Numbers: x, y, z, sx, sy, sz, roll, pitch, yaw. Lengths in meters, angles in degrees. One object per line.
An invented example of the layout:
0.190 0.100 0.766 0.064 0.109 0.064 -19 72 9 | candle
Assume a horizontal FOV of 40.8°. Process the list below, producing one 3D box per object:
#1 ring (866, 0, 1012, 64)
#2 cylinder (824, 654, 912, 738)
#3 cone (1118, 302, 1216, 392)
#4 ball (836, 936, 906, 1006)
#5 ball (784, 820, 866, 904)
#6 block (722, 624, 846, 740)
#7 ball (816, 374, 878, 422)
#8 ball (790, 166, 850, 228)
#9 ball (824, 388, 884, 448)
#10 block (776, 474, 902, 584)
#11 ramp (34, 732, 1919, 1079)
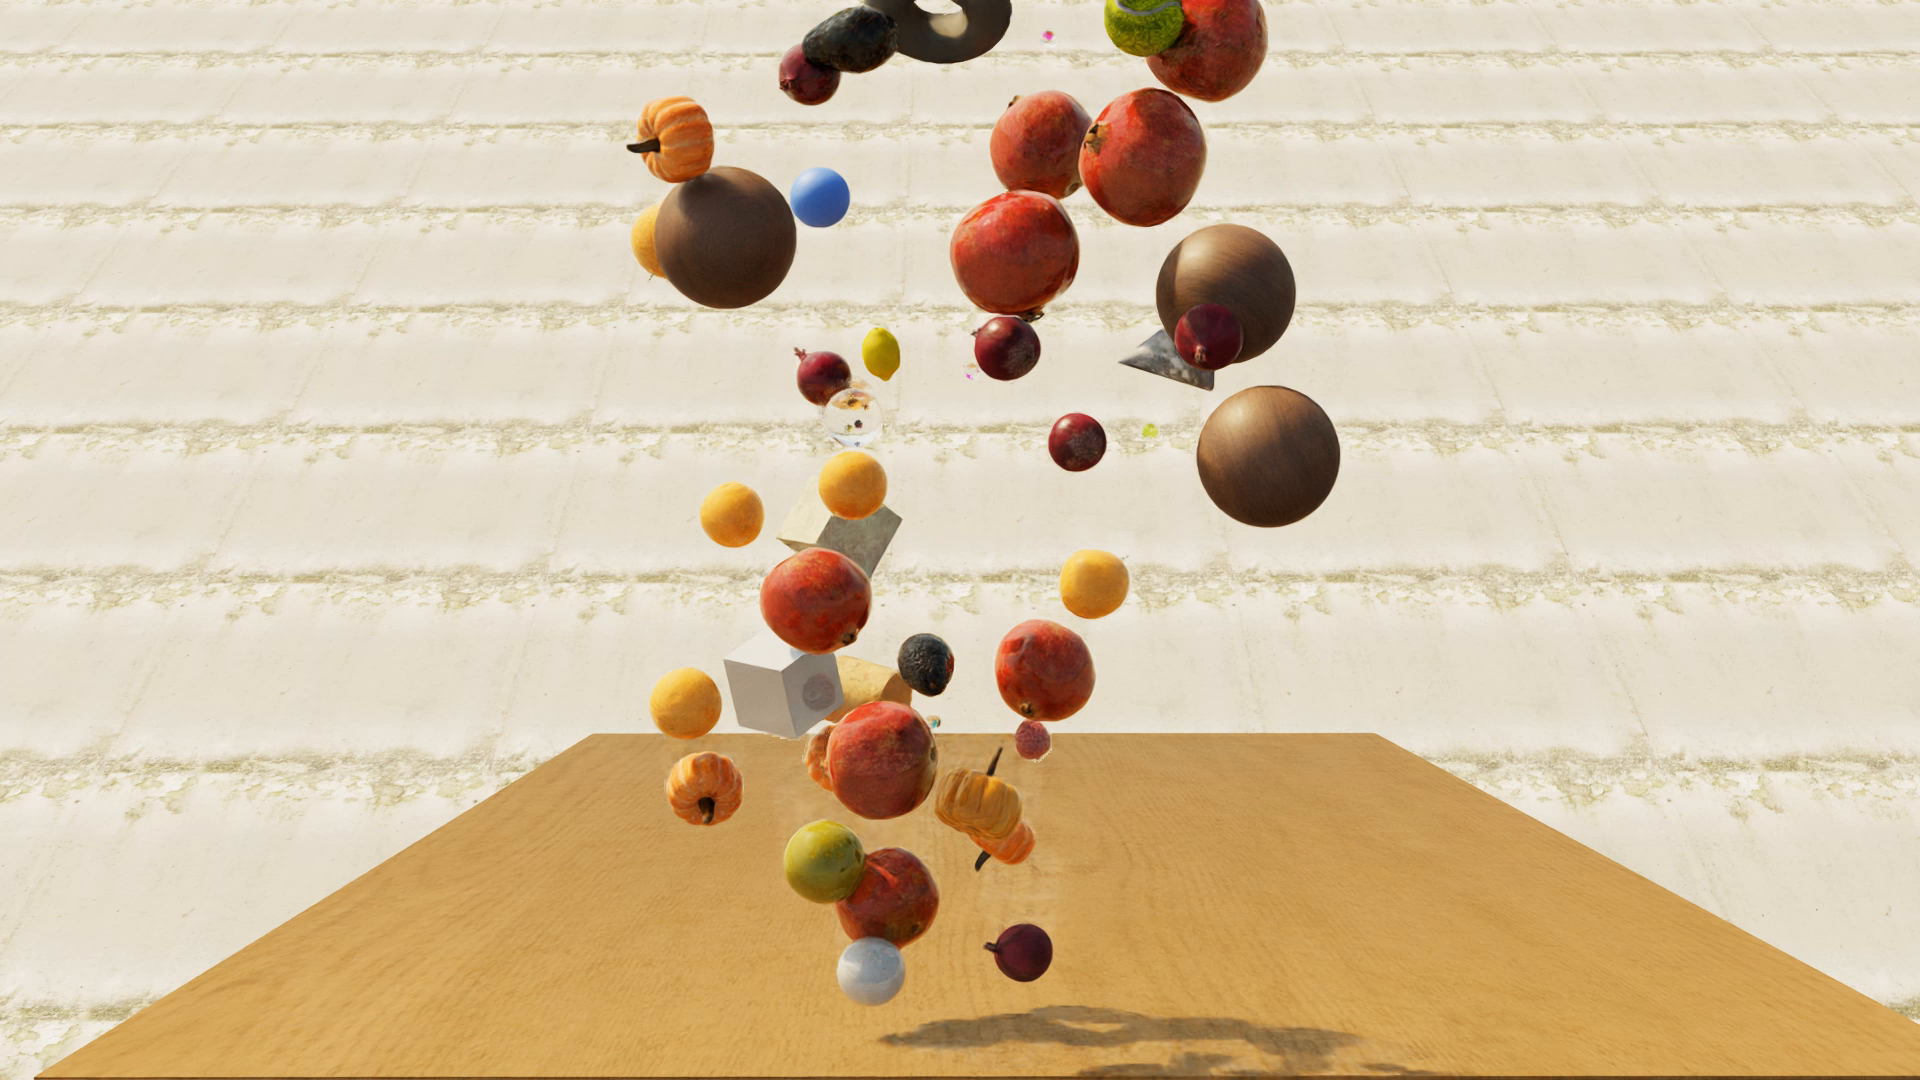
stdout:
-0.020 -0.503 2.431 0.139 0.139 0.046 3 60 6 | ring
-0.109 0.179 2.965 0.079 0.079 0.079 15 31 27 | cylinder
0.200 -0.185 2.580 0.090 0.090 0.090 -10 29 -5 | cone
-0.096 0.467 2.796 0.075 0.075 0.075 0 28 0 | ball
-0.146 0.350 2.804 0.091 0.091 0.091 0 28 0 | ball
-0.195 0.157 2.875 0.086 0.086 0.086 9 31 37 | block
-0.122 -0.147 2.796 0.066 0.066 0.066 0 28 0 | ball
-0.142 -0.348 2.626 0.062 0.062 0.062 0 28 0 | ball
-0.100 -0.115 2.424 0.056 0.056 0.056 0 28 0 | ball
-0.136 -0.013 2.902 0.084 0.084 0.084 9 66 55 | block
0.063 0.567 4.608 2.000 0.100 4.000 0 1 0 | ramp
